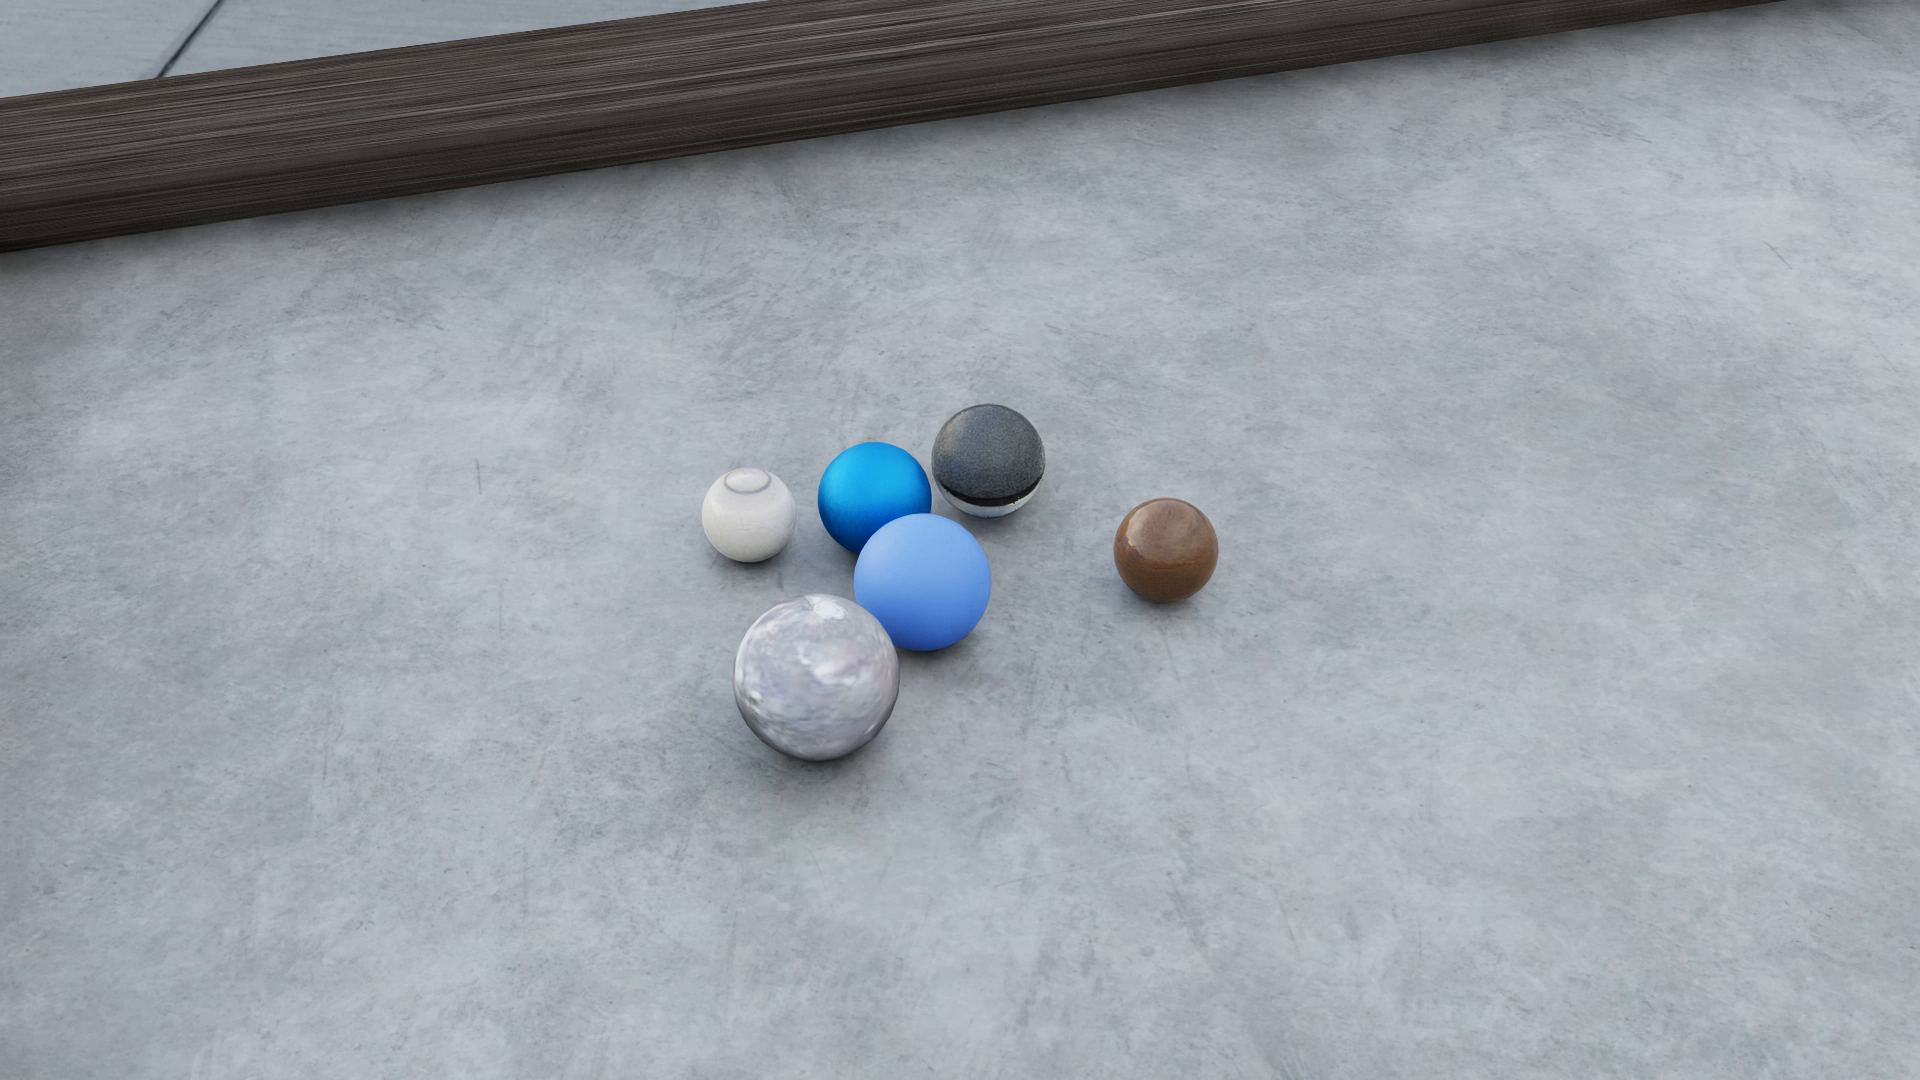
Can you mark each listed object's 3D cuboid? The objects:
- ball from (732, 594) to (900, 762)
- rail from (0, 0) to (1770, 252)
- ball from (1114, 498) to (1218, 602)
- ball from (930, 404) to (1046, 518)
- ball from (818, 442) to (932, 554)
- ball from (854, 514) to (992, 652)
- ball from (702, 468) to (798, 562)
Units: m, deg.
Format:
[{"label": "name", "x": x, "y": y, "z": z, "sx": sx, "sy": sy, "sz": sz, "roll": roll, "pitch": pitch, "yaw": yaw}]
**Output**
[{"label": "ball", "x": -0.082, "y": 0.078, "z": 1.468, "sx": 0.096, "sy": 0.096, "sz": 0.096, "roll": 0, "pitch": 35, "yaw": 0}, {"label": "rail", "x": 0.413, "y": -0.472, "z": 2.221, "sx": 2.527, "sy": 0.125, "sz": 0.045, "roll": -10, "pitch": 37, "yaw": -14}, {"label": "ball", "x": 0.128, "y": 0.006, "z": 1.597, "sx": 0.066, "sy": 0.066, "sz": 0.066, "roll": 0, "pitch": 35, "yaw": 0}, {"label": "ball", "x": 0.018, "y": -0.051, "z": 1.670, "sx": 0.075, "sy": 0.075, "sz": 0.075, "roll": 0, "pitch": 35, "yaw": 0}, {"label": "ball", "x": -0.054, "y": -0.026, "z": 1.636, "sx": 0.073, "sy": 0.073, "sz": 0.073, "roll": 0, "pitch": 35, "yaw": 0}, {"label": "ball", "x": -0.023, "y": 0.026, "z": 1.554, "sx": 0.084, "sy": 0.084, "sz": 0.084, "roll": 0, "pitch": 35, "yaw": 0}, {"label": "ball", "x": -0.134, "y": -0.016, "z": 1.633, "sx": 0.061, "sy": 0.061, "sz": 0.061, "roll": 0, "pitch": 35, "yaw": 0}]
